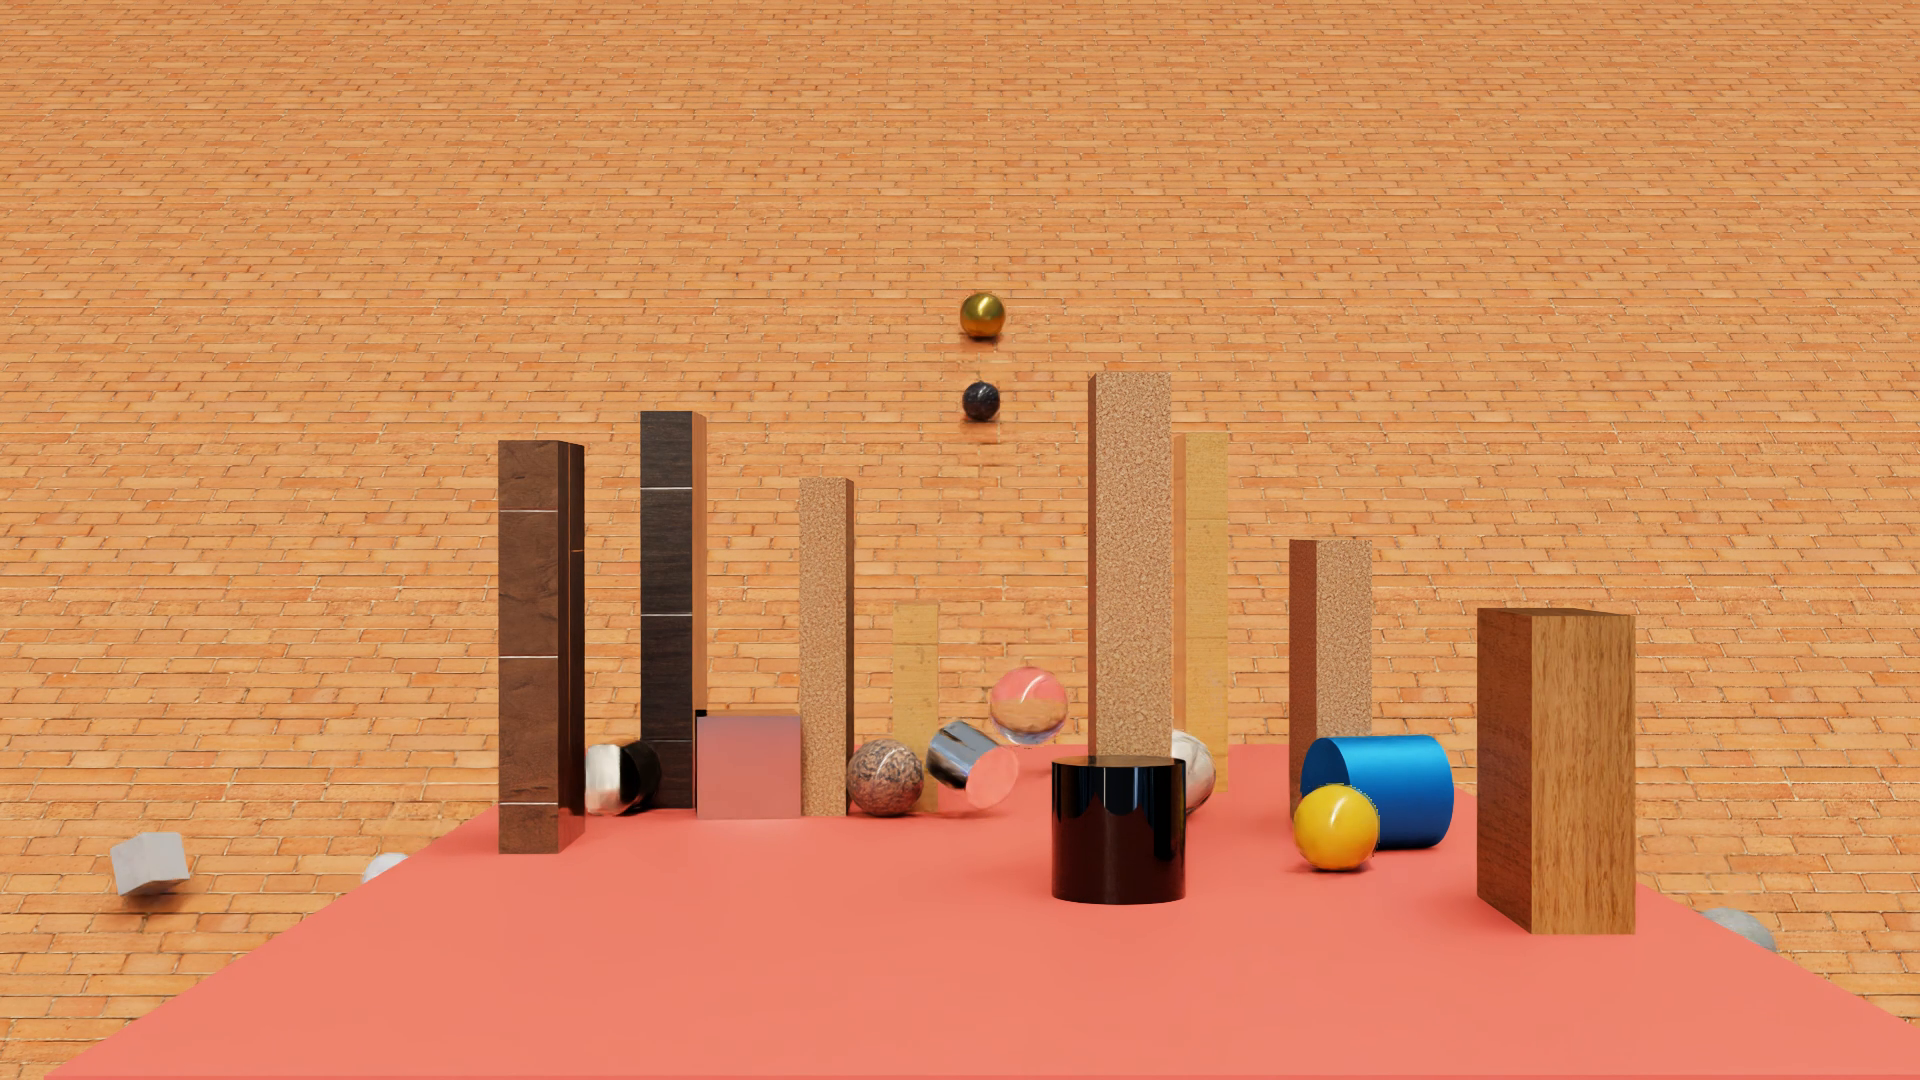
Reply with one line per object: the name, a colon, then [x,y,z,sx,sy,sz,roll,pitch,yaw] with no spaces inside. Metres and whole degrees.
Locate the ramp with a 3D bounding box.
ramp: [0.065,0.585,4.634,2.000,0.100,4.000,0,0,0]

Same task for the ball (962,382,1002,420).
ball: [0.069,-0.453,8.436,0.129,0.129,0.129,0,29,0]

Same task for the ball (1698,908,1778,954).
ball: [1.505,0.825,5.088,0.203,0.203,0.203,0,29,0]

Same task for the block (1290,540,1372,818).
block: [0.683,0.267,4.784,0.099,0.535,0.379,0,0,0]

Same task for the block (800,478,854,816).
block: [-0.265,0.206,5.187,0.090,0.653,0.395,0,0,0]

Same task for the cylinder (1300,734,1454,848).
cylinder: [0.723,0.438,4.490,0.195,0.195,0.195,0,28,-18]

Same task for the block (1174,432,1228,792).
block: [0.518,0.152,5.584,0.088,0.756,0.308,0,0,0]

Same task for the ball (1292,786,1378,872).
ball: [0.608,0.467,4.191,0.140,0.140,0.140,0,29,0]

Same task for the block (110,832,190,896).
block: [-1.931,0.773,6.164,0.116,0.116,0.116,-25,-18,27]

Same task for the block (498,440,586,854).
block: [-0.737,0.182,4.572,0.102,0.707,0.316,0,0,0]

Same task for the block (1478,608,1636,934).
block: [0.853,0.321,3.725,0.142,0.436,0.372,0,0,0]

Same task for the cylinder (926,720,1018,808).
cylinder: [0.023,0.431,4.977,0.127,0.127,0.127,-21,33,-32]

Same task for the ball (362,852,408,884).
ball: [-1.199,0.725,5.467,0.129,0.129,0.129,0,29,0]

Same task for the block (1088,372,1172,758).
block: [0.270,0.138,4.148,0.116,0.799,0.255,0,0,0]

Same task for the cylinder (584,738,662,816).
cylinder: [-0.673,0.463,5.056,0.141,0.141,0.141,6,1,10]

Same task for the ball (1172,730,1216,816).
ball: [0.408,0.450,4.969,0.167,0.167,0.167,0,29,0]

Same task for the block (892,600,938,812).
block: [-0.088,0.329,5.228,0.087,0.405,0.340,0,0,0]

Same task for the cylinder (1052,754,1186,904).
cylinder: [0.240,0.437,3.921,0.204,0.204,0.204,0,0,0]

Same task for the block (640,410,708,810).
block: [-0.581,0.138,5.268,0.103,0.789,0.297,0,0,0]

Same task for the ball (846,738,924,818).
ball: [-0.144,0.458,4.985,0.152,0.152,0.152,0,29,0]

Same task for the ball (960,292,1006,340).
ball: [0.078,-0.779,8.986,0.163,0.163,0.163,0,29,0]

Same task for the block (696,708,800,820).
block: [-0.415,0.435,5.035,0.197,0.197,0.197,0,0,-7]

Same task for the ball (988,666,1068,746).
ball: [0.154,0.372,5.801,0.178,0.178,0.178,0,29,0]
